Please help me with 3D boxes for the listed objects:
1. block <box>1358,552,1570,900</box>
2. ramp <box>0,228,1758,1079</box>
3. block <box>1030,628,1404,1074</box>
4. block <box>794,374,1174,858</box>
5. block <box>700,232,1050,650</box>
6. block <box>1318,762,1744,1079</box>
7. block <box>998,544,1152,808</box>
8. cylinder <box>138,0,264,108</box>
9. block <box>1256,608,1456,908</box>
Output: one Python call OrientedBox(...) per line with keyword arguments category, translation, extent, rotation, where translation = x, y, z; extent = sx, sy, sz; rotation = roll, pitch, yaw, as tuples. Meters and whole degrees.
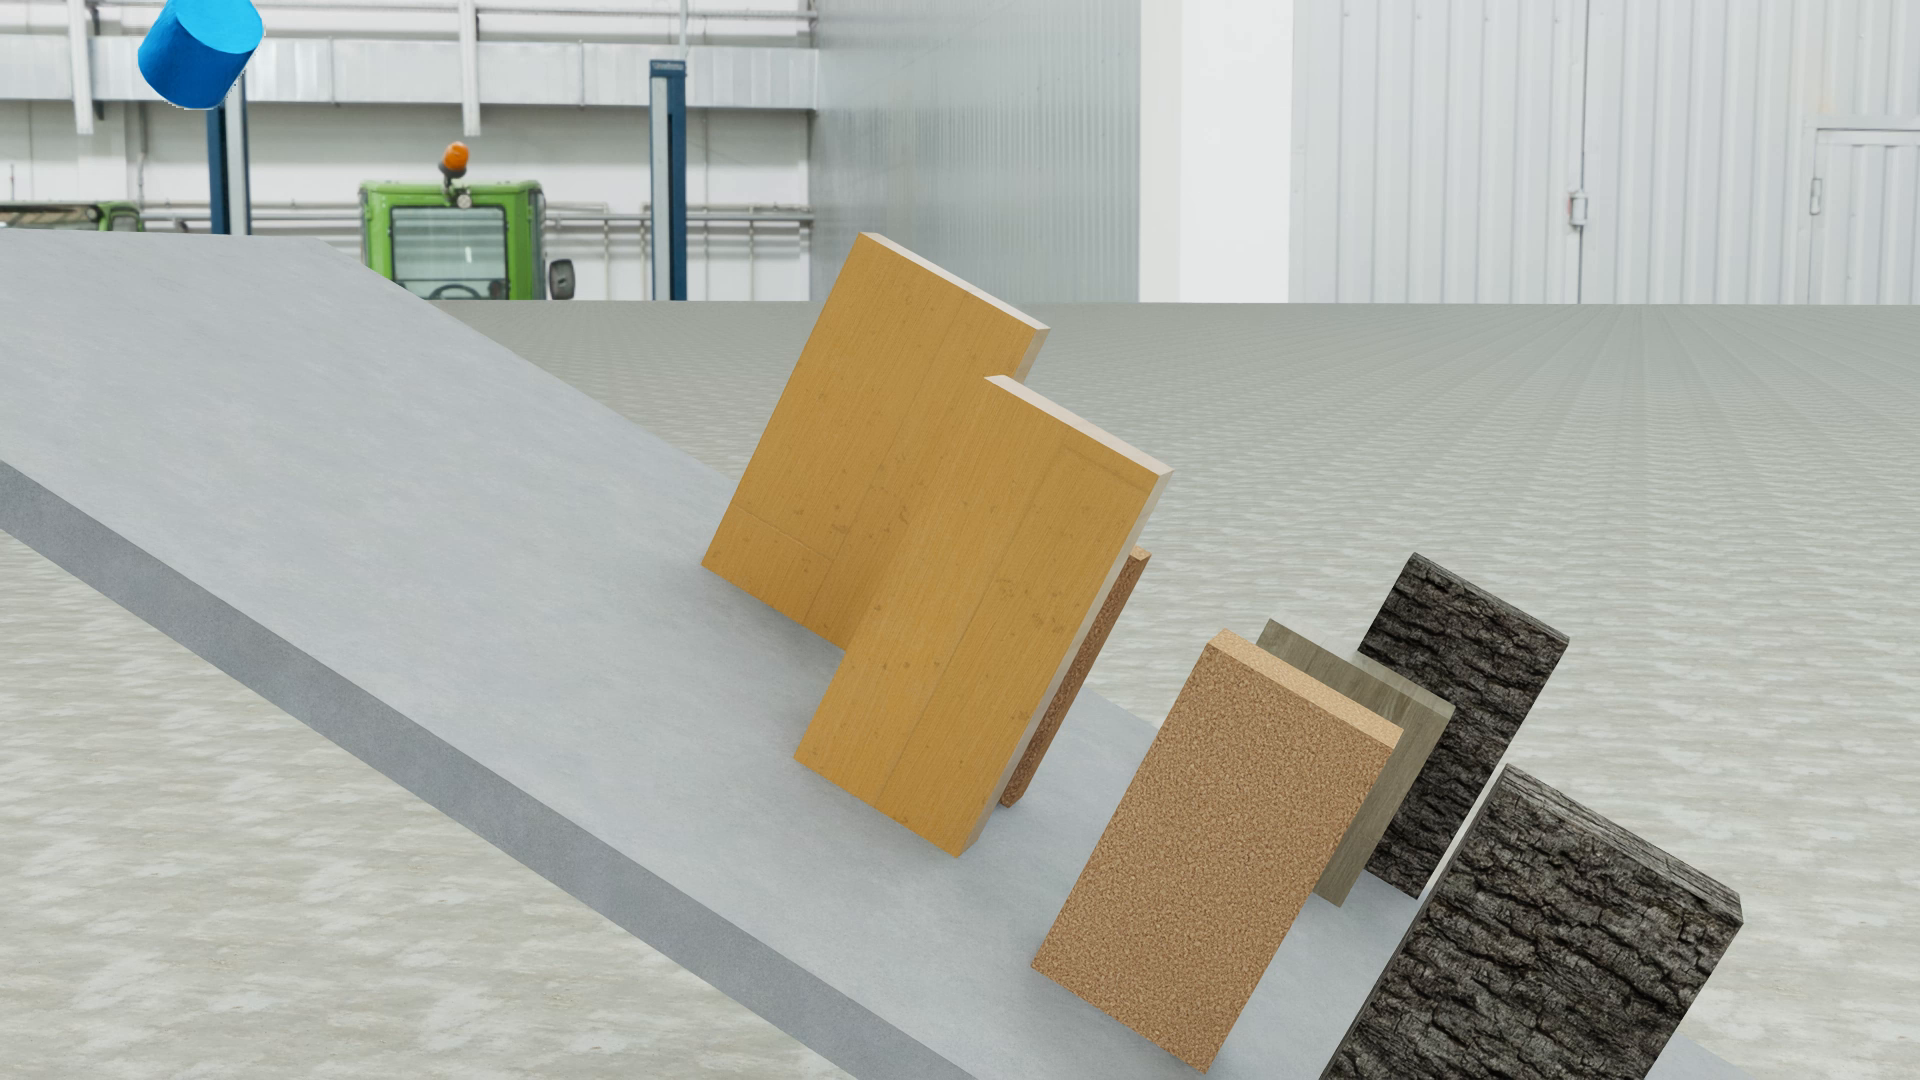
OrientedBox(category="block", translation=(0.983, 0.400, 4.745), extent=(0.372, 0.643, 0.108), rotation=(30, 14, 12))
OrientedBox(category="ramp", translation=(-0.227, 0.378, 4.150), extent=(4.000, 0.100, 2.000), rotation=(30, 14, 12))
OrientedBox(category="block", translation=(0.401, 0.486, 3.454), extent=(0.319, 0.602, 0.149), rotation=(30, 14, 12))
OrientedBox(category="block", translation=(0.035, 0.130, 3.755), extent=(0.336, 0.749, 0.121), rotation=(30, 14, 12))
OrientedBox(category="block", translation=(-0.178, -0.186, 4.469), extent=(0.412, 0.766, 0.109), rotation=(30, 14, 12))
OrientedBox(category="block", translation=(0.765, 0.712, 3.128), extent=(0.361, 0.687, 0.148), rotation=(30, 14, 12))
OrientedBox(category="block", translation=(0.062, 0.170, 4.109), extent=(0.379, 0.535, 0.099), rotation=(30, 14, 12))
OrientedBox(category="cylinder", translation=(-1.613, -1.054, 4.670), extent=(0.195, 0.195, 0.195), rotation=(-7, -23, -46))
OrientedBox(category="block", translation=(0.717, 0.443, 4.505), extent=(0.406, 0.451, 0.145), rotation=(30, 14, 12))
